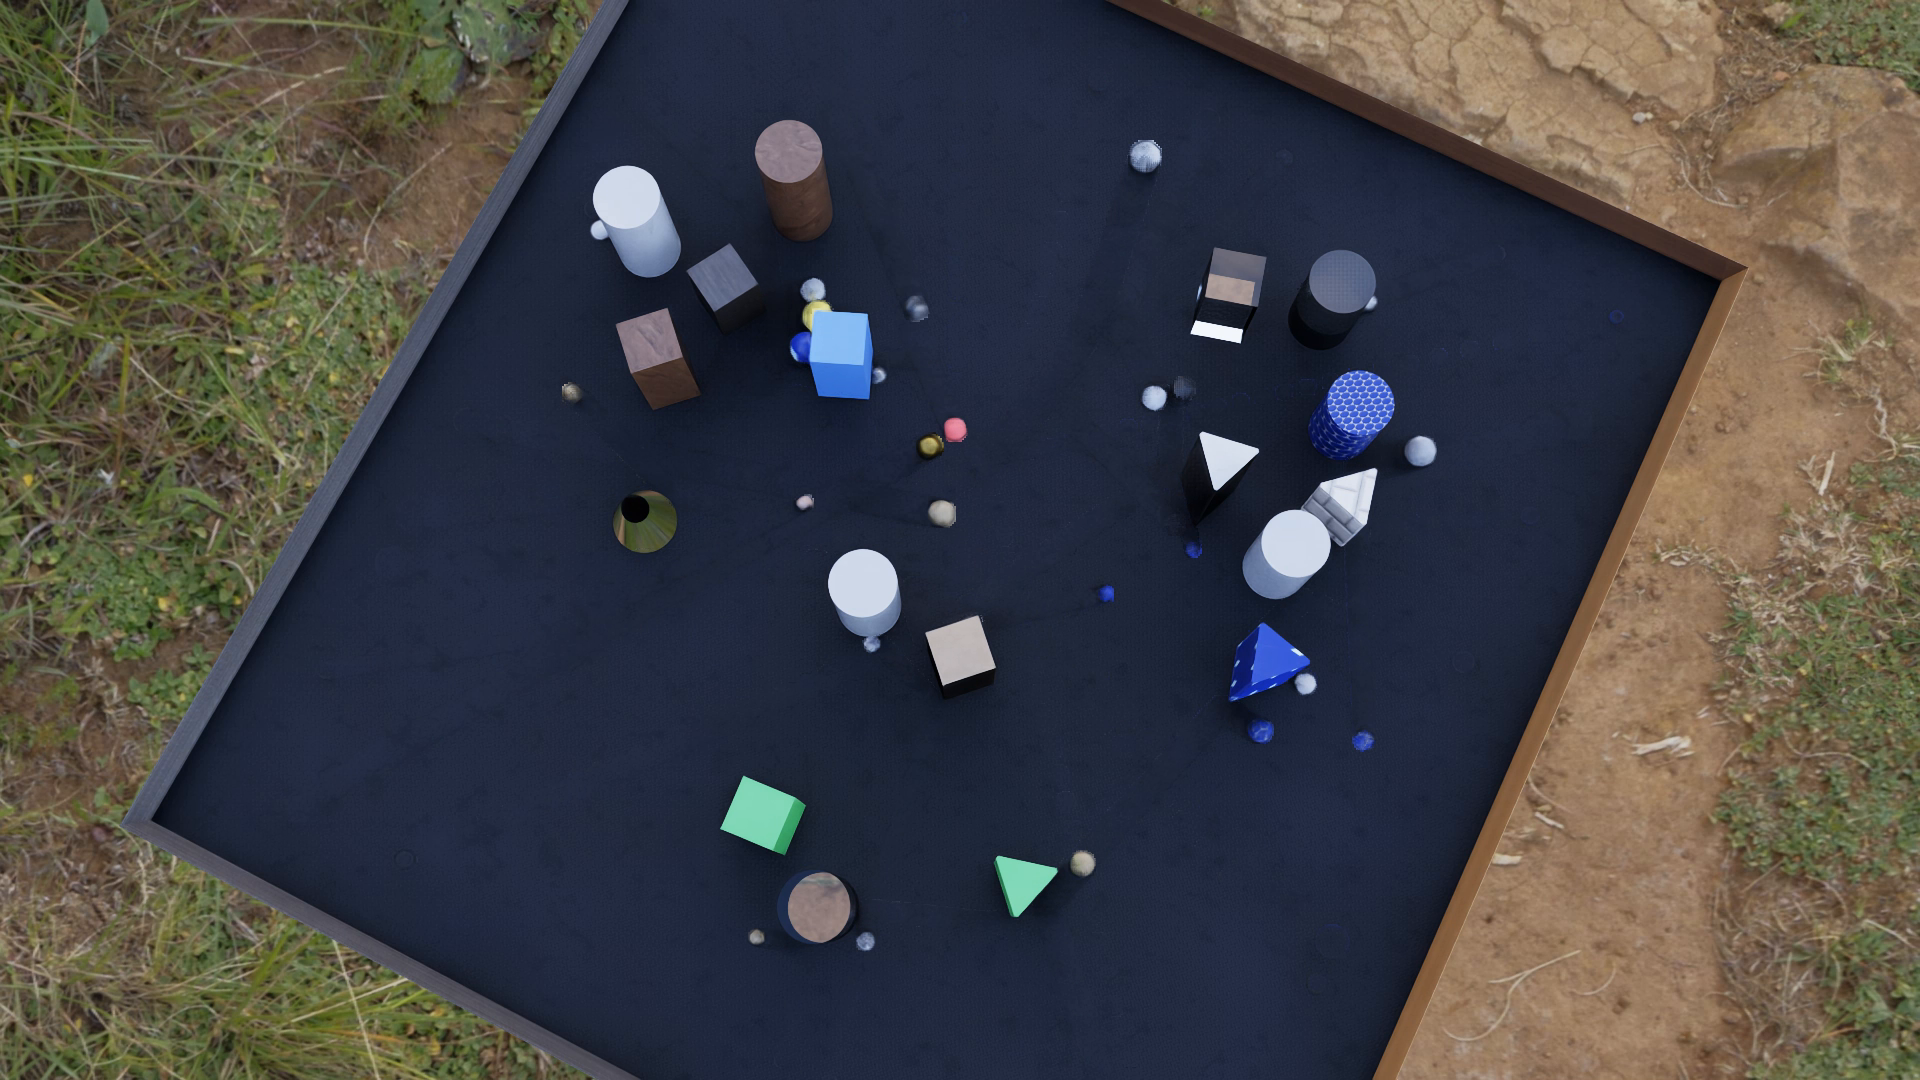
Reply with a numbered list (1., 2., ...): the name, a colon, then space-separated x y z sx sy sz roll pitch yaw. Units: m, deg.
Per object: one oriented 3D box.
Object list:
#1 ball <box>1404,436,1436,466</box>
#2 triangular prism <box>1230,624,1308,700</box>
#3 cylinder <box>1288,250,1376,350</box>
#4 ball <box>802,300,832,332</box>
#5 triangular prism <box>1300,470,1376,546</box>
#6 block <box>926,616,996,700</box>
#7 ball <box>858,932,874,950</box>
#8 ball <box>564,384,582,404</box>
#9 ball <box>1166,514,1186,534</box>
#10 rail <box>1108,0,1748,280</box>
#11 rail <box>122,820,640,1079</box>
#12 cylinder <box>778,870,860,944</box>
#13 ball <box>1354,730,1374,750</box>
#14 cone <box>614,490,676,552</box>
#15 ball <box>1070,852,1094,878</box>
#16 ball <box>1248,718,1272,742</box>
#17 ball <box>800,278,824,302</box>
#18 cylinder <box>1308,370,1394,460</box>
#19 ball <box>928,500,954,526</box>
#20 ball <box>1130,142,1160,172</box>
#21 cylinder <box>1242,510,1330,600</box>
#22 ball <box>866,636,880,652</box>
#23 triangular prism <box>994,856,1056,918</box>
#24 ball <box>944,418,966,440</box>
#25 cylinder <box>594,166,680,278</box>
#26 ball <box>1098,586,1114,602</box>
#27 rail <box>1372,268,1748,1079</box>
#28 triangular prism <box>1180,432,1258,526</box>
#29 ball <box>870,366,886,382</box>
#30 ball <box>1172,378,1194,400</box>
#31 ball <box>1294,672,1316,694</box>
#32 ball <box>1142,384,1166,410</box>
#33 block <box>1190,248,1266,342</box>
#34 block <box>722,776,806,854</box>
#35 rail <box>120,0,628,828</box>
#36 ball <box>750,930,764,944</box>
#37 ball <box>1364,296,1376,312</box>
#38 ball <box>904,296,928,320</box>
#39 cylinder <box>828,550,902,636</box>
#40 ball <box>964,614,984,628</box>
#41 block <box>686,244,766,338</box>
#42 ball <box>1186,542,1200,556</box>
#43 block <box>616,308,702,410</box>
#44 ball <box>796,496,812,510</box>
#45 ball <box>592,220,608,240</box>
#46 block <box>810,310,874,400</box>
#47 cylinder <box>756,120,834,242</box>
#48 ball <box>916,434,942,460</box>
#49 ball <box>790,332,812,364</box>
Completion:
1. ball: 1.412 -0.272 5.625 0.093 0.093 0.093 0 78 0
2. triangular prism: 0.867 0.344 5.318 0.171 0.445 0.148 -19 79 -4
3. cylinder: 1.129 -0.727 5.585 0.197 0.357 0.197 0 78 0
4. ball: -0.443 -0.695 5.710 0.099 0.099 0.099 0 78 0
5. triangular prism: 1.160 -0.122 5.479 0.171 0.319 0.148 43 82 8
6. block: 0.002 0.349 5.356 0.158 0.369 0.158 -18 79 -4
7. ball: -0.274 1.170 5.348 0.051 0.051 0.051 0 78 0
8. ball: -1.200 -0.453 5.681 0.058 0.058 0.058 0 78 0
9. ball: 0.657 -0.048 5.596 0.060 0.060 0.060 0 78 0
10. rail: 0.819 -1.597 5.881 3.599 0.128 0.045 26 80 5
11. rail: -0.819 1.610 5.217 3.599 0.128 0.045 26 80 5
12. cylinder: -0.394 1.035 5.165 0.197 0.465 0.197 0 78 0
13. ball: 1.206 0.596 5.465 0.055 0.055 0.055 0 78 0
14. cone: -0.967 -0.090 5.467 0.197 0.331 0.197 0 78 0
15. ball: 0.359 0.954 5.382 0.072 0.072 0.072 0 78 0
16. ball: 0.894 0.568 5.463 0.071 0.071 0.071 0 78 0
17. ball: -0.461 -0.782 5.740 0.075 0.075 0.075 0 78 0
18. cylinder: 1.180 -0.373 5.540 0.197 0.301 0.197 0 78 0
19. ball: -0.057 -0.082 5.592 0.082 0.082 0.082 0 78 0
20. ball: 0.589 -1.216 5.819 0.097 0.097 0.097 0 78 0
21. cylinder: 0.962 0.047 5.422 0.197 0.363 0.197 0 78 0
22. ball: -0.262 0.313 5.528 0.047 0.047 0.047 0 78 0
23. triangular prism: 0.157 0.961 5.231 0.148 0.366 0.171 42 81 8
24. ball: -0.015 -0.343 5.651 0.072 0.072 0.072 0 78 0
25. cylinder: -0.983 -0.968 5.604 0.197 0.416 0.197 0 78 0
26. ball: 0.442 0.164 5.559 0.046 0.046 0.046 0 78 0
27. rail: 1.589 0.785 5.388 0.045 0.128 3.709 26 80 5
28. triangular prism: 0.731 -0.201 5.411 0.171 0.483 0.148 -42 81 -8
29. ball: -0.252 -0.513 5.697 0.050 0.050 0.050 0 78 0
30. ball: 0.693 -0.469 5.679 0.067 0.067 0.067 0 78 0
31. ball: 1.036 0.430 5.496 0.063 0.063 0.063 0 78 0
32. ball: 0.601 -0.441 5.669 0.077 0.077 0.077 0 78 0
33. block: 0.817 -0.744 5.594 0.158 0.346 0.158 11 79 2
34. block: -0.561 0.795 5.268 0.158 0.360 0.158 22 79 4
35. rail: -1.589 -0.771 5.710 0.045 0.128 3.709 26 80 5
36. ball: -0.591 1.160 5.355 0.043 0.043 0.043 0 78 0
37. ball: 1.277 -0.745 5.742 0.057 0.057 0.057 0 78 0
38. ball: -0.137 -0.727 5.729 0.075 0.075 0.075 0 78 0
39. cylinder: -0.276 0.160 5.395 0.197 0.369 0.197 0 78 0
40. ball: 0.040 0.254 5.532 0.062 0.062 0.062 0 78 0
41. block: -0.717 -0.767 5.649 0.158 0.248 0.158 -34 80 -7
42. ball: 0.710 0.028 5.589 0.043 0.043 0.043 0 78 0
43. block: -0.905 -0.541 5.528 0.158 0.393 0.158 -18 79 -4
44. ball: -0.476 -0.114 5.616 0.047 0.047 0.047 0 78 0
45. ball: -1.135 -0.979 5.789 0.060 0.060 0.060 0 78 0
46. block: -0.356 -0.557 5.549 0.158 0.358 0.158 4 78 1
47. cylinder: -0.502 -1.091 5.601 0.197 0.474 0.197 0 78 0
48. ball: -0.095 -0.287 5.636 0.079 0.079 0.079 0 78 0
49. ball: -0.480 -0.597 5.690 0.097 0.097 0.097 0 78 0
